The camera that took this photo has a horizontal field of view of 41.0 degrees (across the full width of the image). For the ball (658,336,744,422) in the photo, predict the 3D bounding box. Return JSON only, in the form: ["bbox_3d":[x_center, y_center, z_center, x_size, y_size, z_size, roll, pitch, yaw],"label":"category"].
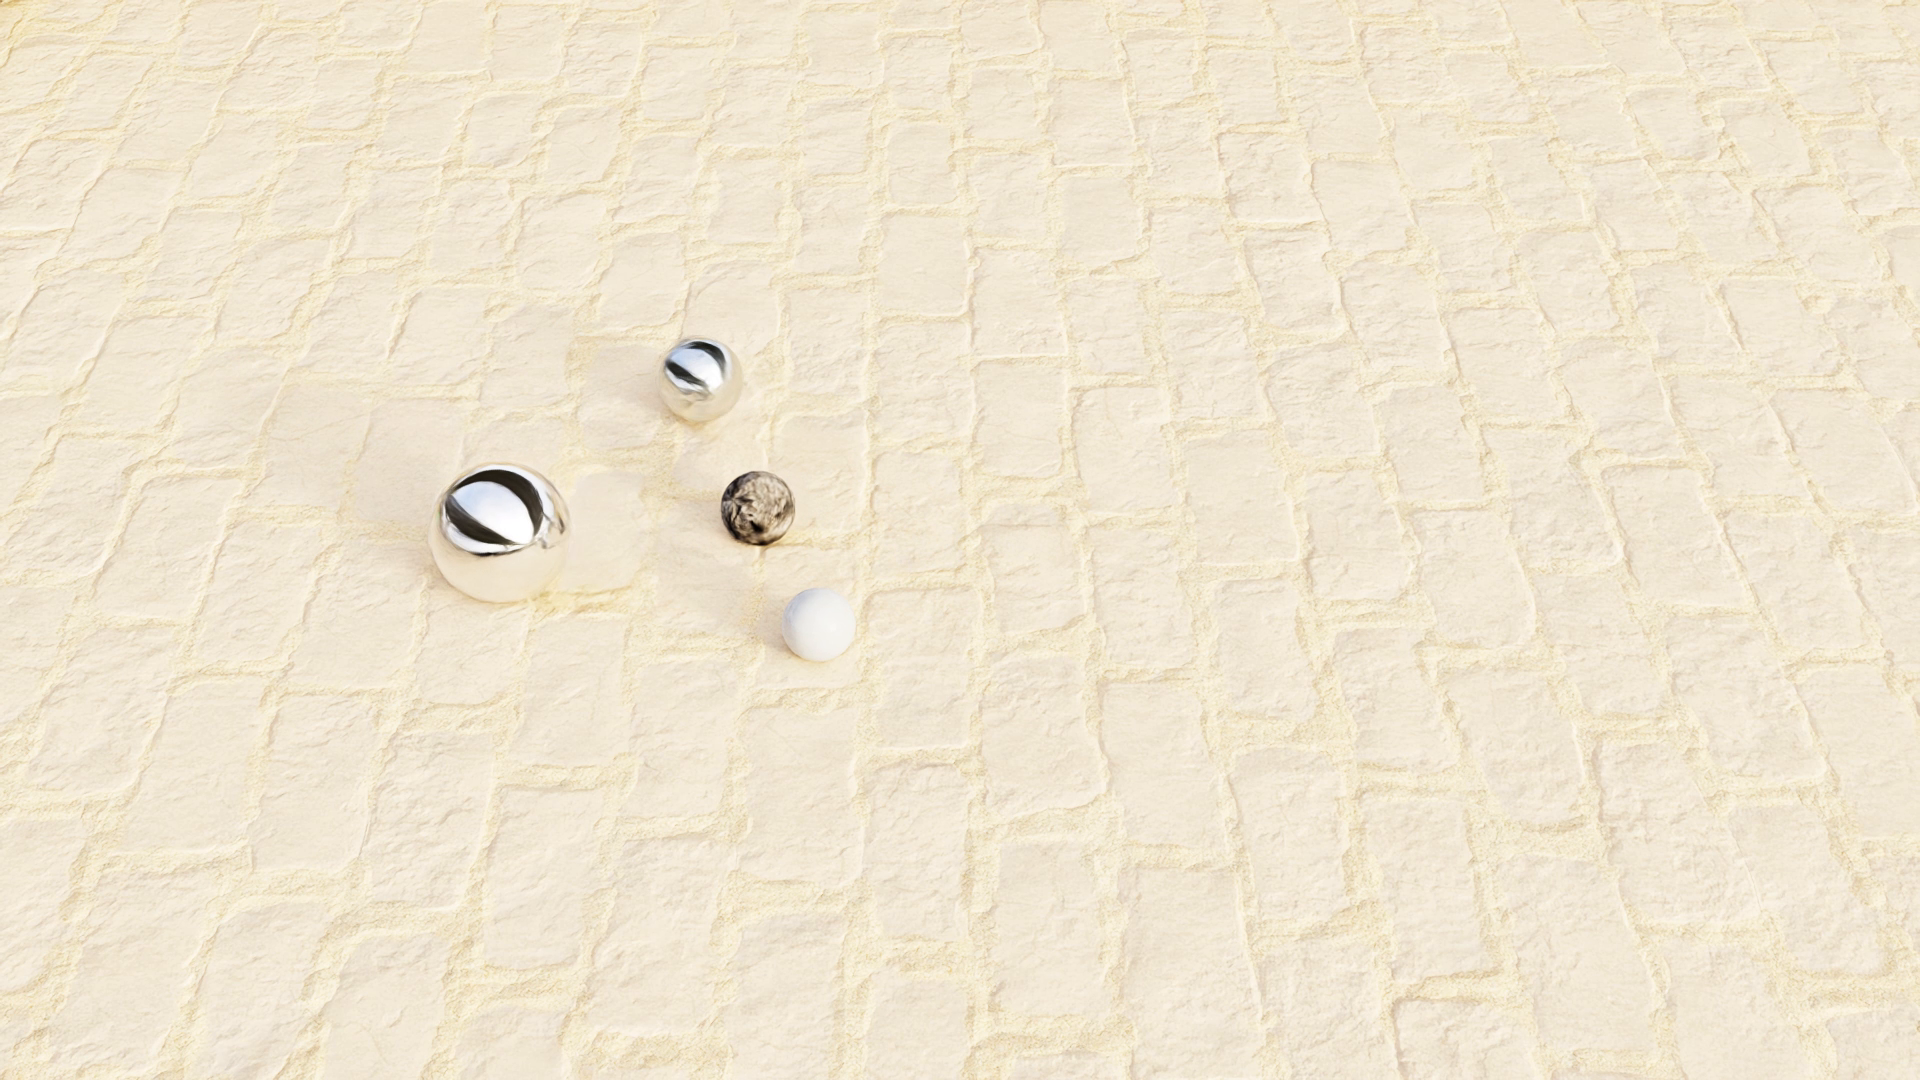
[{"bbox_3d":[-0.183,-0.113,1.808,0.061,0.061,0.061,0,36,0],"label":"ball"}]

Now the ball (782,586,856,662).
[{"bbox_3d":[-0.088,0.052,1.594,0.047,0.047,0.047,0,36,0],"label":"ball"}]

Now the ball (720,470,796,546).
[{"bbox_3d":[-0.133,-0.021,1.692,0.050,0.050,0.050,0,36,0],"label":"ball"}]

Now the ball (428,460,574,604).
[{"bbox_3d":[-0.292,-0.005,1.635,0.091,0.091,0.091,0,36,0],"label":"ball"}]
